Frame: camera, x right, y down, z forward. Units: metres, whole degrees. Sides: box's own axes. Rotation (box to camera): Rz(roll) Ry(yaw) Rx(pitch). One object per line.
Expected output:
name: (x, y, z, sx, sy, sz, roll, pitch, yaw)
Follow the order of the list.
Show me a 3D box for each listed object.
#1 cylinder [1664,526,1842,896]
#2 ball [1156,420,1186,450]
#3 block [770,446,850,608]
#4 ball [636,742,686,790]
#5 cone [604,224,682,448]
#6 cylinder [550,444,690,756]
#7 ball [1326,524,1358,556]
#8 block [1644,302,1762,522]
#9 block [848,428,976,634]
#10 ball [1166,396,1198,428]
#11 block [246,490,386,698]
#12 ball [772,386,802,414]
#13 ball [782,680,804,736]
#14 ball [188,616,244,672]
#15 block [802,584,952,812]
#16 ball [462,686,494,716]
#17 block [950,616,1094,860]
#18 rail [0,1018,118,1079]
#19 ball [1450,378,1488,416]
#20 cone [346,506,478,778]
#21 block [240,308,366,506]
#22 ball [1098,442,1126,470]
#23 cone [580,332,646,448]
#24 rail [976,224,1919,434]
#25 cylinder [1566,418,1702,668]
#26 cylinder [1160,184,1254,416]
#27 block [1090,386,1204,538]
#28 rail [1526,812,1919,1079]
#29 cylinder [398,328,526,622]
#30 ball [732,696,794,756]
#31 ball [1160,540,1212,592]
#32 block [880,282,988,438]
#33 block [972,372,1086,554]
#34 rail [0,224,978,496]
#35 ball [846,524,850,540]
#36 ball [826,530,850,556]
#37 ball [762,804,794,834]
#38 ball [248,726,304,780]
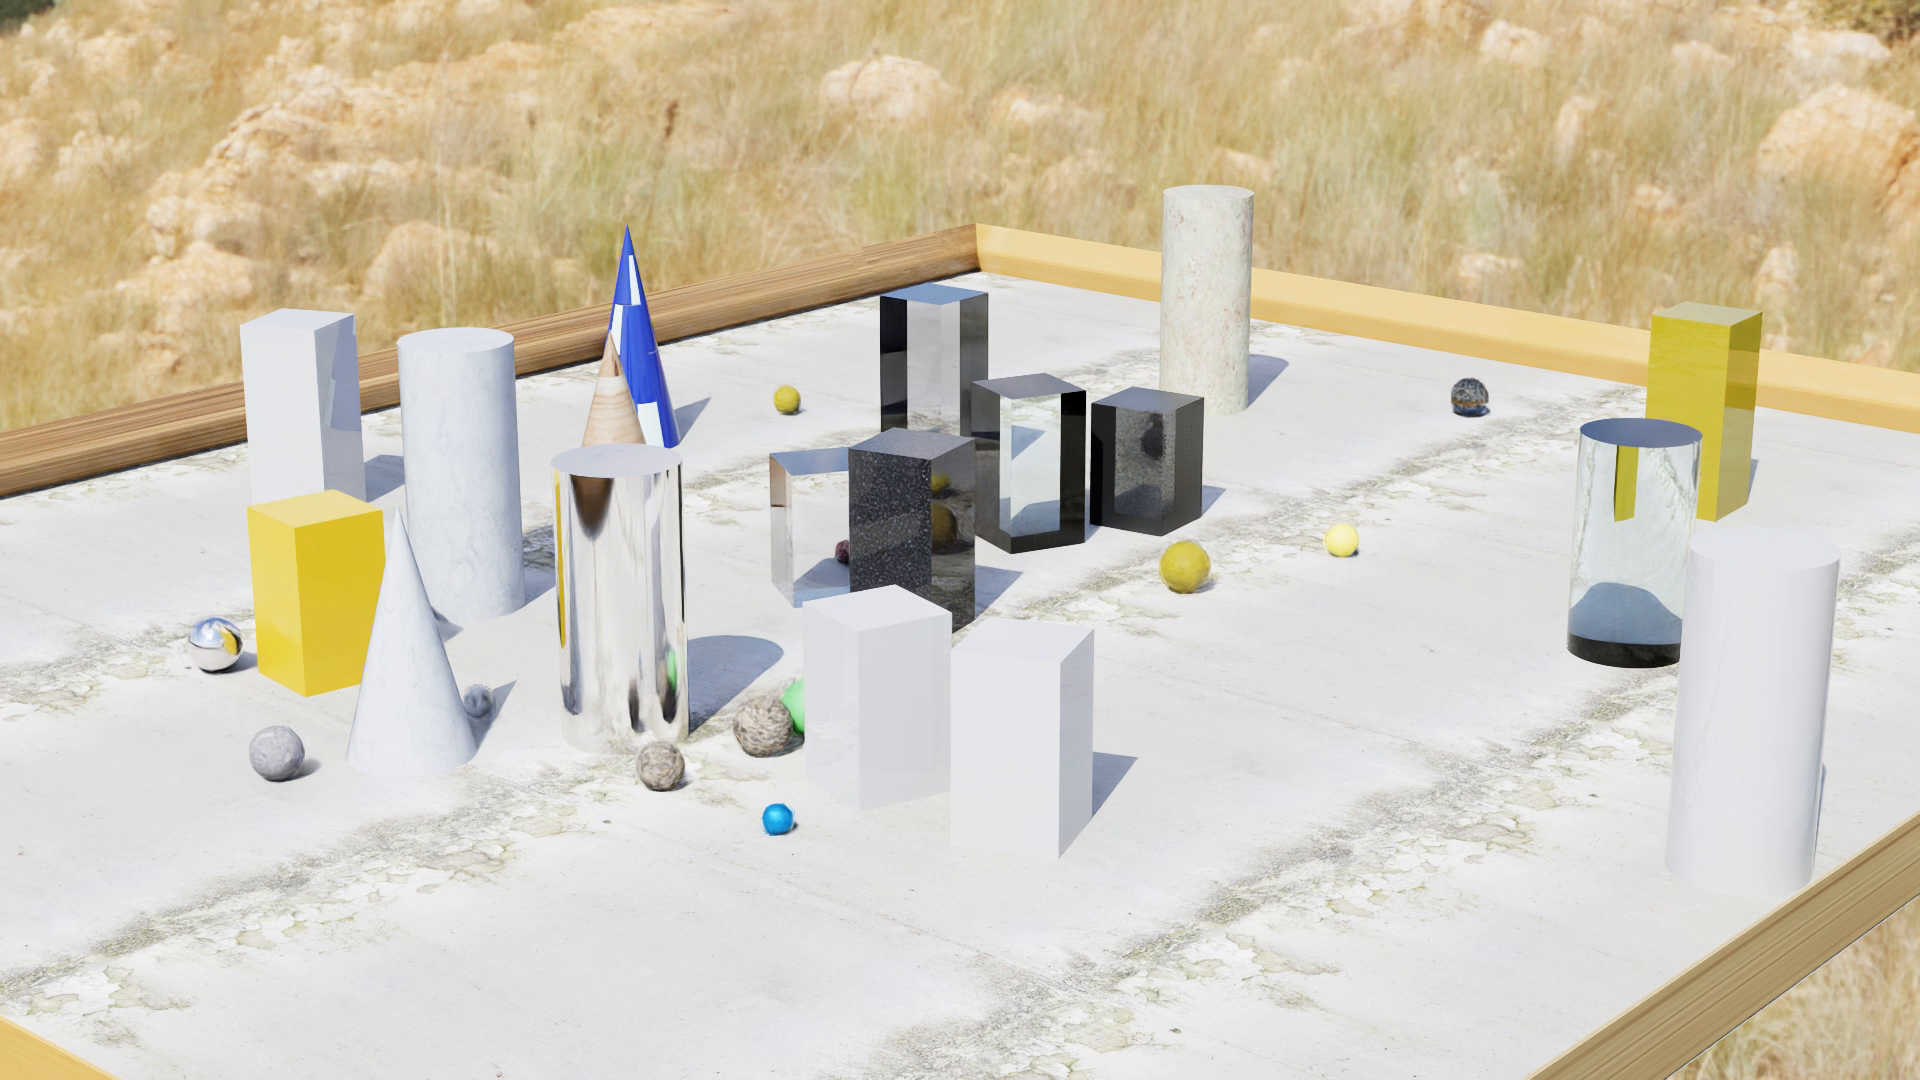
cylinder: (1.054, 0.227, 3.909, 0.195, 0.454, 0.195, 0, 17, 0)
ball: (0.434, -0.216, 6.056, 0.061, 0.061, 0.061, 0, 17, 0)
block: (-0.236, -0.024, 5.116, 0.156, 0.237, 0.156, -5, 18, -17)
ball: (-0.433, 0.326, 4.244, 0.070, 0.070, 0.070, 0, 17, 0)
cone: (-0.680, -0.427, 6.060, 0.195, 0.464, 0.195, 0, 17, 0)
cylinder: (-0.509, 0.088, 4.412, 0.195, 0.430, 0.195, 0, 17, 0)
ball: (0.696, 0.000, 5.342, 0.061, 0.061, 0.061, 0, 17, 0)
block: (1.416, -0.247, 5.610, 0.156, 0.380, 0.156, 12, 21, 35)
block: (-0.080, -0.007, 4.916, 0.156, 0.321, 0.156, 9, 19, 26)
ball: (0.472, -0.272, 6.229, 0.069, 0.069, 0.069, 0, 17, 0)
block: (-1.023, 0.083, 4.688, 0.156, 0.279, 0.156, -14, 22, -38)
ball: (-0.374, -0.303, 6.344, 0.061, 0.061, 0.061, 0, 17, 0)
ball: (-0.231, 0.254, 4.455, 0.086, 0.086, 0.086, 0, 17, 0)
ball: (-1.202, 0.168, 4.734, 0.089, 0.089, 0.089, 0, 17, 0)
block: (-0.119, 0.226, 4.228, 0.156, 0.271, 0.156, -10, 20, -31)
ball: (-0.746, 0.250, 4.536, 0.048, 0.048, 0.048, 0, 17, 0)
block: (0.087, 0.272, 4.054, 0.156, 0.284, 0.156, 6, 18, 19)
rail: (-1.399, 0.497, 3.578, 3.636, 0.126, 0.045, 14, 22, 39)
ball: (1.099, -0.309, 6.328, 0.083, 0.083, 0.083, 0, 17, 0)
cone: (-0.820, 0.134, 4.332, 0.195, 0.388, 0.195, 0, 17, 0)
block: (-1.247, -0.236, 5.577, 0.156, 0.376, 0.156, 5, 18, 17)
ball: (0.305, -0.168, 5.909, 0.055, 0.055, 0.055, 0, 17, 0)
cone: (-0.662, -0.231, 5.601, 0.195, 0.353, 0.195, 0, 17, 0)
rail: (1.399, -0.434, 6.663, 3.636, 0.126, 0.045, 14, 22, 39)
cylinder: (1.101, 0.003, 4.795, 0.195, 0.370, 0.195, 0, 17, 0)
cylinder: (0.533, -0.520, 6.355, 0.195, 0.471, 0.195, 0, 17, 0)
block: (0.353, -0.150, 5.535, 0.156, 0.236, 0.156, 11, 20, 32)
rail: (1.355, 0.371, 3.994, 0.045, 0.126, 4.315, 14, 22, 39)
cylinder: (-0.851, -0.113, 5.011, 0.195, 0.468, 0.195, 0, 17, 0)
ball: (-0.294, 0.276, 4.376, 0.090, 0.090, 0.090, 0, 17, 0)
ball: (0.396, 0.046, 5.140, 0.089, 0.089, 0.089, 0, 17, 0)
block: (-0.052, -0.324, 5.911, 0.156, 0.352, 0.156, 13, 21, 36)
block: (0.126, -0.143, 5.417, 0.156, 0.291, 0.156, -9, 19, -26)
rail: (-1.355, -0.308, 6.246, 0.045, 0.126, 4.315, 14, 22, 39)
ball: (-0.176, -0.015, 5.377, 0.069, 0.069, 0.069, 0, 17, 0)
ball: (-0.224, 0.005, 5.353, 0.045, 0.045, 0.045, 0, 17, 0)
ball: (-0.254, 0.388, 4.085, 0.044, 0.044, 0.044, 0, 17, 0)
ball: (-0.998, 0.310, 4.281, 0.080, 0.080, 0.080, 0, 17, 0)
